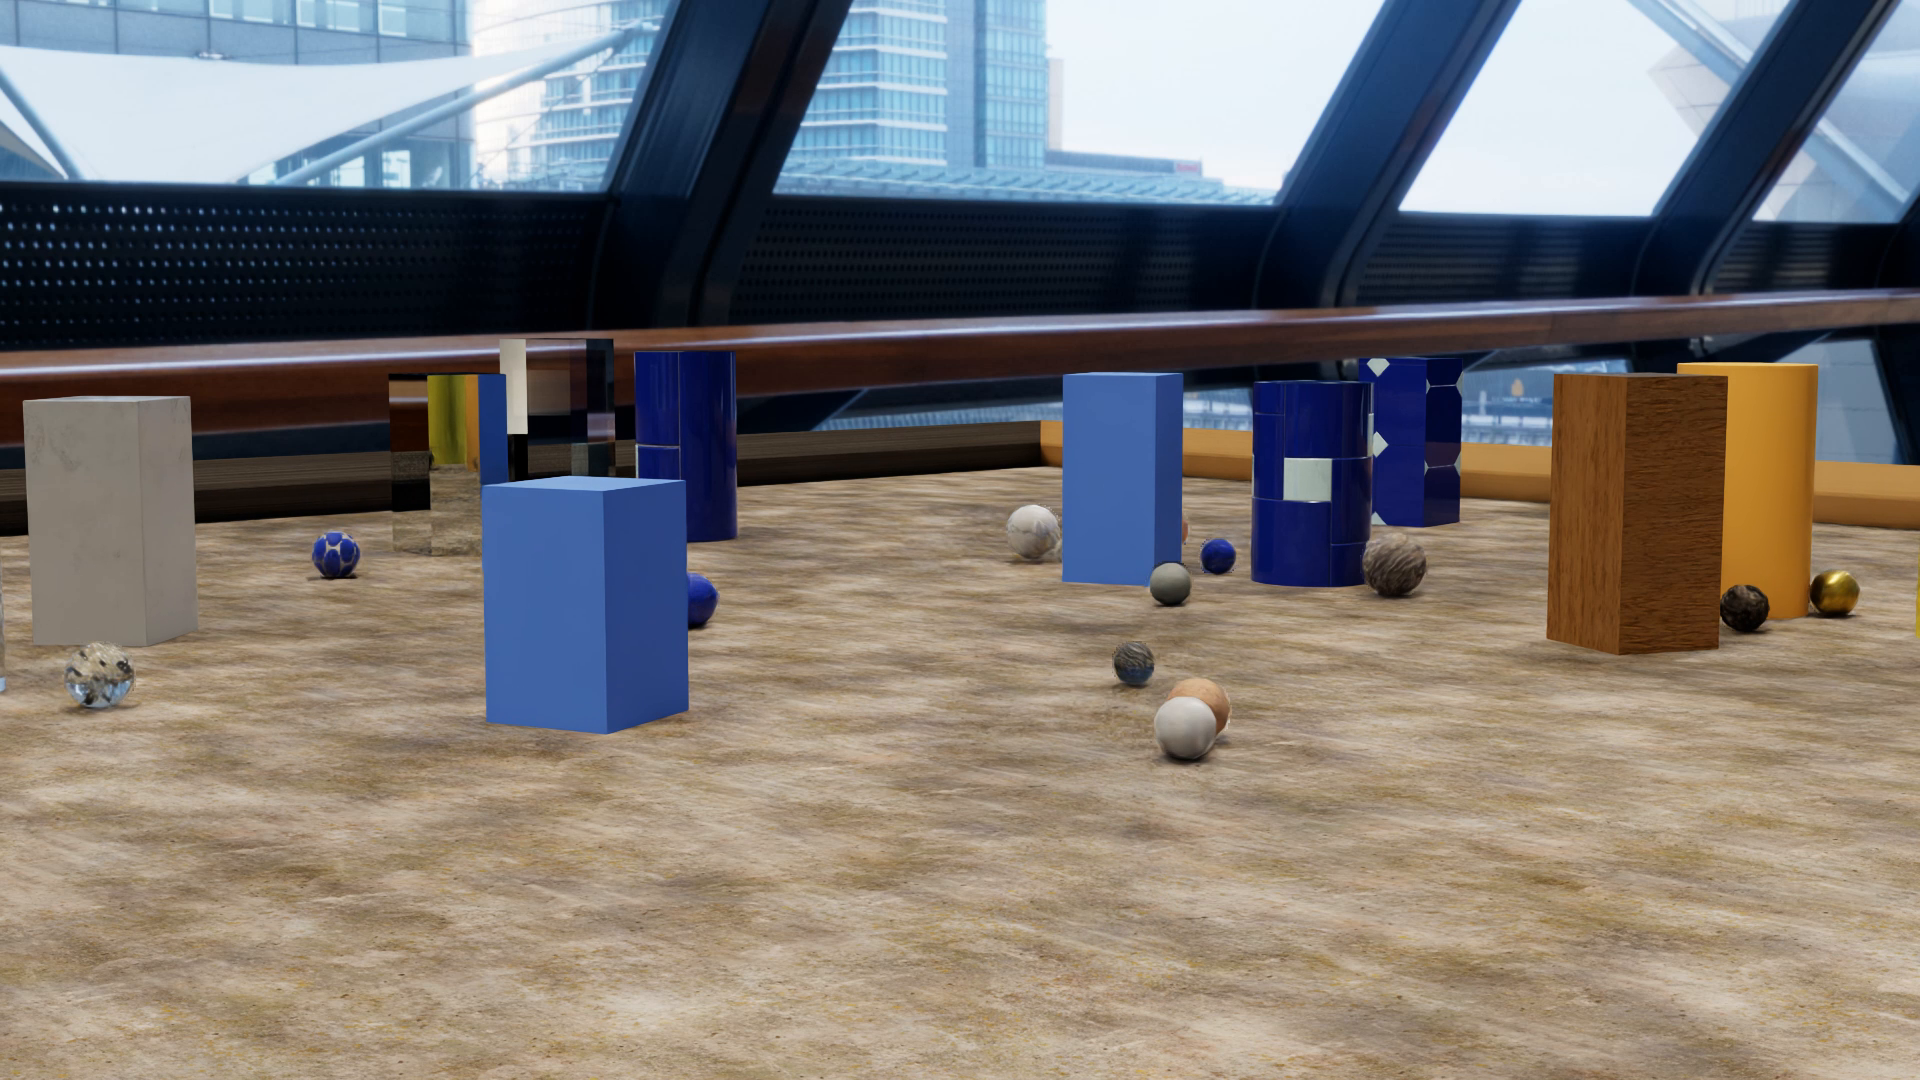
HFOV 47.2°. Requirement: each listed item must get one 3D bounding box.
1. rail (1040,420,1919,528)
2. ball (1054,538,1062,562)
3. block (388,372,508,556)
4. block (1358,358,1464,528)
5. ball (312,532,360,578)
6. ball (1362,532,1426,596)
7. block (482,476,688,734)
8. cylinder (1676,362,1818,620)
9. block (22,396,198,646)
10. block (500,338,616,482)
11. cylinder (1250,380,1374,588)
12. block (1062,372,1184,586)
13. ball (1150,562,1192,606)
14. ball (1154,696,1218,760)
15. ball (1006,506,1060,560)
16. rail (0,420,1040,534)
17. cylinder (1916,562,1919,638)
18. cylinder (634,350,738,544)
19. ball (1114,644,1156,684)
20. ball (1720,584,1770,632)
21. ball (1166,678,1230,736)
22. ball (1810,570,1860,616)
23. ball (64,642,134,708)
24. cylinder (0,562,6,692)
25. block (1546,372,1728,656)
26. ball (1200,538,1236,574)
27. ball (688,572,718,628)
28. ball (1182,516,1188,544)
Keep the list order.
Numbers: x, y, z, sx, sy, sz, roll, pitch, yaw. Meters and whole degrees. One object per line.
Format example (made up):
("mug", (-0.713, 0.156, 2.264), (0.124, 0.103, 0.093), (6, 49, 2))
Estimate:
("rail", (1.612, -0.121, 4.811), (0.045, 0.128, 4.119), (-5, 8, -42))
("ball", (0.189, 0.018, 3.877), (0.046, 0.046, 0.046), (0, 6, 0))
("block", (-0.947, -0.144, 4.080), (0.157, 0.328, 0.157), (-5, 8, -40))
("block", (0.942, -0.208, 4.608), (0.157, 0.344, 0.157), (5, 8, 40))
("ball", (-1.041, 0.024, 3.669), (0.078, 0.078, 0.078), (0, 6, 0))
("ball", (0.678, 0.038, 3.437), (0.098, 0.098, 0.098), (0, 6, 0))
("block", (-0.408, 0.066, 2.407), (0.157, 0.257, 0.157), (3, 7, 26))
("cylinder", (1.159, -0.077, 3.256), (0.197, 0.365, 0.197), (0, 6, 0))
("block", (-1.150, -0.029, 2.986), (0.157, 0.326, 0.157), (1, 6, 5))
("block", (-0.782, -0.197, 4.290), (0.157, 0.389, 0.157), (3, 6, 23))
("cylinder", (0.580, -0.097, 3.628), (0.197, 0.327, 0.197), (0, 6, 0))
("block", (0.270, -0.105, 3.642), (0.157, 0.340, 0.157), (2, 6, 22))
("ball", (0.319, 0.066, 3.330), (0.064, 0.064, 0.064), (0, 6, 0))
("ball", (0.224, 0.187, 2.187), (0.063, 0.063, 0.063), (0, 6, 0))
("ball", (0.128, -0.014, 3.896), (0.096, 0.096, 0.096), (0, 6, 0))
("rail", (-1.381, -0.122, 4.820), (4.434, 0.128, 0.045), (-5, 8, -42))
("cylinder", (1.404, -0.055, 2.967), (0.197, 0.382, 0.197), (0, 6, 0))
("cylinder", (-0.535, -0.185, 4.296), (0.197, 0.365, 0.197), (0, 6, 0))
("ball", (0.208, 0.148, 2.622), (0.050, 0.050, 0.050), (0, 6, 0))
("ball", (1.091, 0.094, 3.059), (0.066, 0.066, 0.066), (0, 6, 0))
("ball", (0.245, 0.176, 2.273), (0.067, 0.067, 0.067), (0, 6, 0))
("ball", (1.276, 0.077, 3.209), (0.069, 0.069, 0.069), (0, 6, 0))
("ball", (-0.965, 0.152, 2.466), (0.074, 0.074, 0.074), (0, 6, 0))
("cylinder", (-1.221, -0.059, 2.545), (0.197, 0.478, 0.197), (0, 6, 0))
("block", (0.899, -0.040, 2.927), (0.157, 0.359, 0.157), (-2, 6, -20))
("ball", (0.437, 0.028, 3.719), (0.061, 0.061, 0.061), (0, 6, 0))
("ball", (-0.380, 0.084, 3.097), (0.077, 0.077, 0.077), (0, 6, 0))
("ball", (0.395, -0.019, 4.130), (0.068, 0.068, 0.068), (0, 6, 0))
